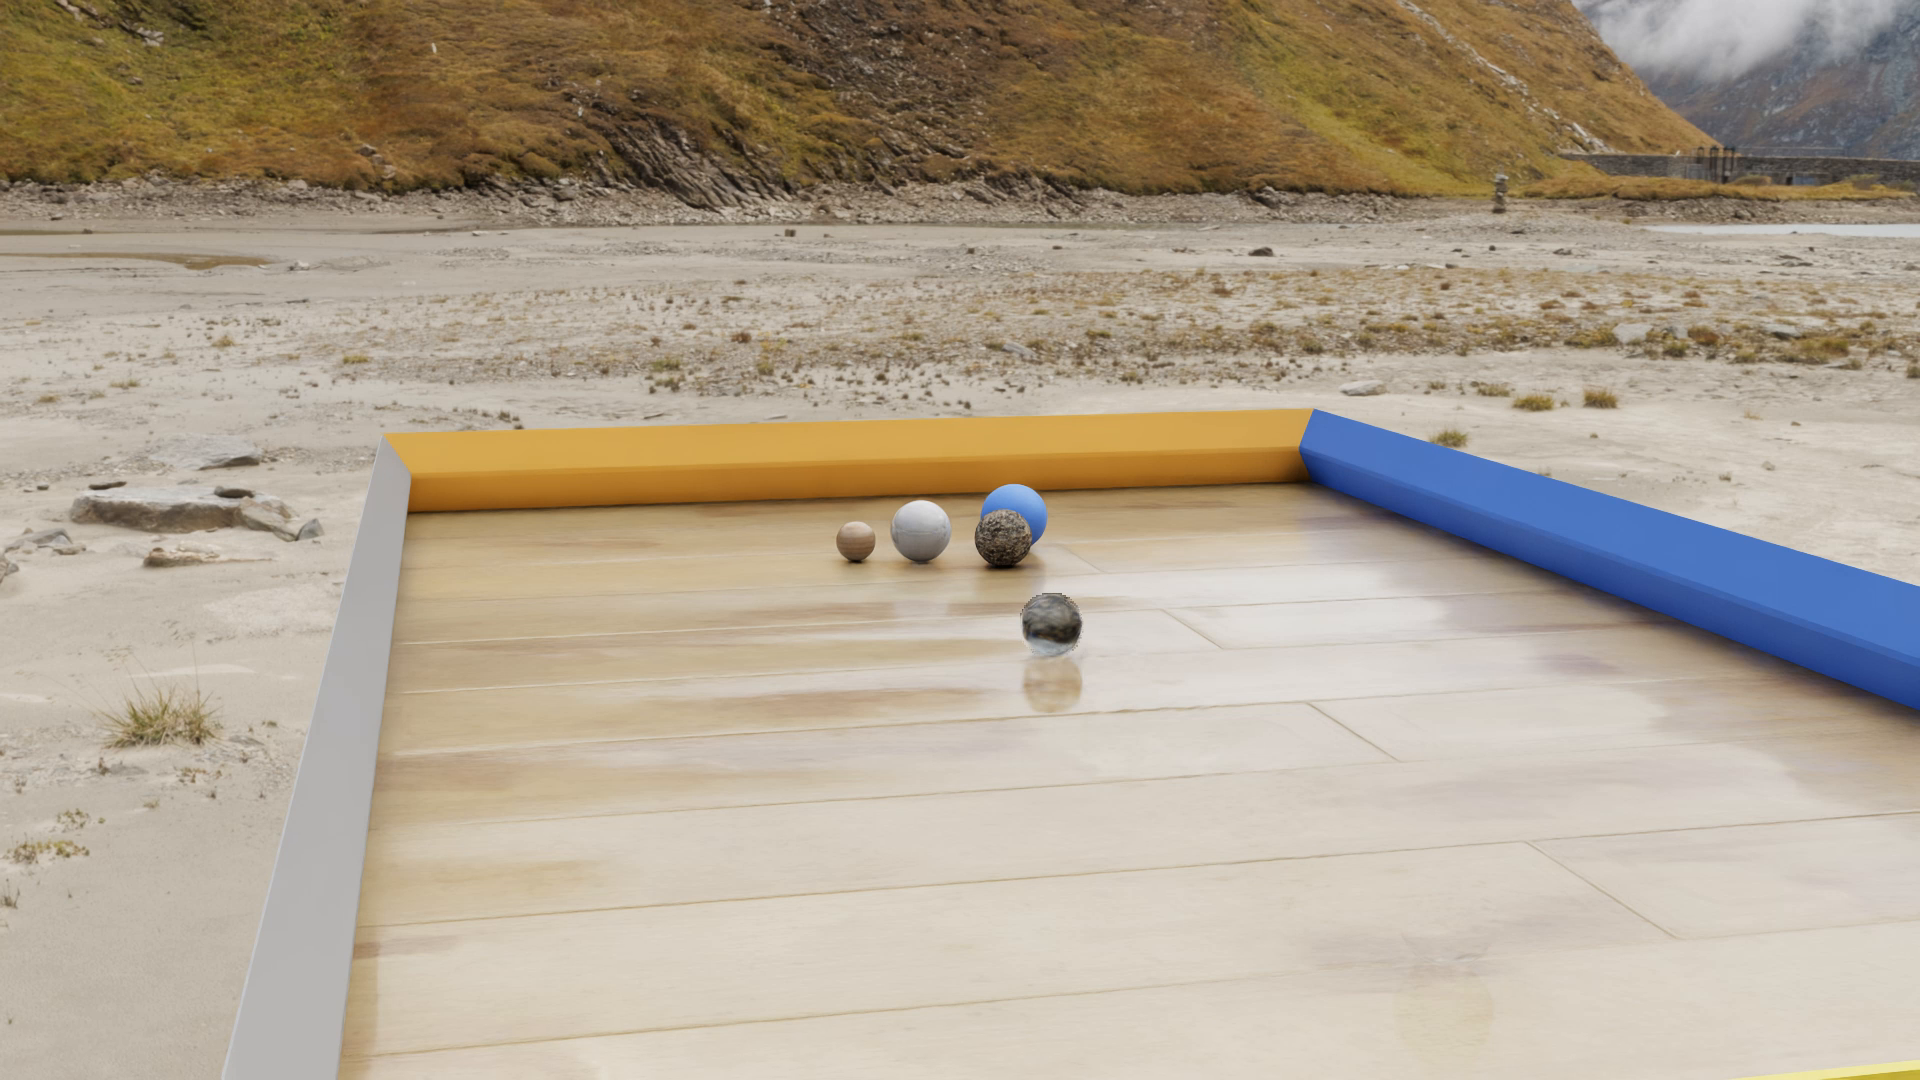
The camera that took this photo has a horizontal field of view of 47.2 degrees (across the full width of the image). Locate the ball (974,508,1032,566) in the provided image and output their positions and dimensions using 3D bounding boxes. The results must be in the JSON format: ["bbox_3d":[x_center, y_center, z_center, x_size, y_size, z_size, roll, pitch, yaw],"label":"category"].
[{"bbox_3d":[0.062,-0.003,3.124,0.082,0.082,0.082,0,10,0],"label":"ball"}]

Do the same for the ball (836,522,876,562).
[{"bbox_3d":[-0.150,0.002,3.169,0.058,0.058,0.058,0,10,0],"label":"ball"}]

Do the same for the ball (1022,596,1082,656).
[{"bbox_3d":[0.107,0.100,2.569,0.071,0.071,0.071,0,10,0],"label":"ball"}]

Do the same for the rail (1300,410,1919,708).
[{"bbox_3d":[0.920,0.063,2.609,0.045,0.128,2.773,-2,10,-13],"label":"rail"}]

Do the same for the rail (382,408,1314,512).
[{"bbox_3d":[-0.149,-0.137,3.746,1.618,0.128,0.045,-2,10,-13],"label":"rail"}]

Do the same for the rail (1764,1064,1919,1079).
[{"bbox_3d":[0.457,0.322,1.129,1.618,0.128,0.045,-2,10,-13],"label":"rail"}]

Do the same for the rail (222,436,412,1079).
[{"bbox_3d":[-0.611,0.123,2.265,0.045,0.128,2.773,-2,10,-13],"label":"rail"}]

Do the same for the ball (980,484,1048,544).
[{"bbox_3d":[0.080,-0.034,3.250,0.099,0.099,0.099,0,10,0],"label":"ball"}]

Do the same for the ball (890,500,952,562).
[{"bbox_3d":[-0.056,-0.013,3.161,0.089,0.089,0.089,0,10,0],"label":"ball"}]
